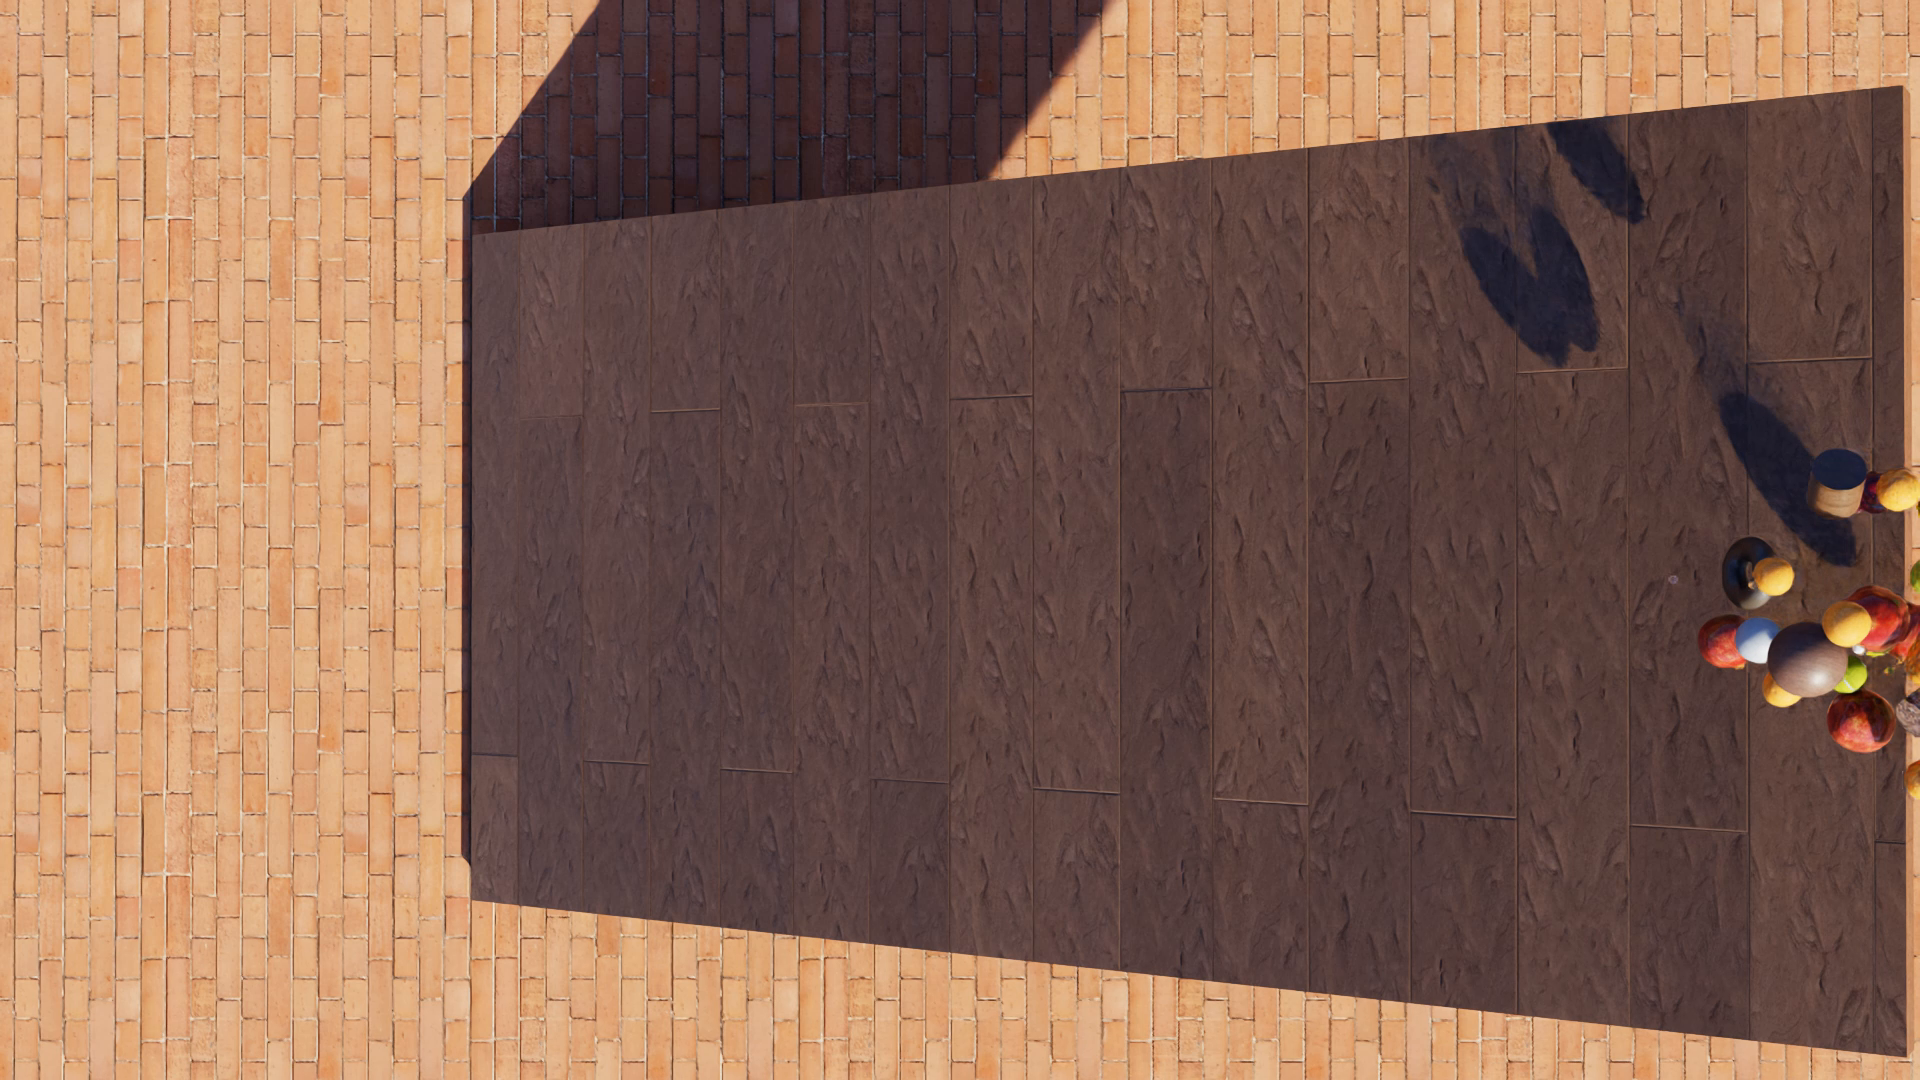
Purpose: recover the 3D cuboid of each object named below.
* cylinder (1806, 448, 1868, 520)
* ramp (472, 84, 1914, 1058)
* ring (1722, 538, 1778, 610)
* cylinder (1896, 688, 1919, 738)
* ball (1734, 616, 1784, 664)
[{"bbox_3d":[1.506,-0.096,3.779,0.088,0.088,0.088,-7,54,9],"label":"cylinder"},{"bbox_3d":[0.264,0.072,5.609,4.000,0.100,2.000,0,89,31],"label":"ramp"},{"bbox_3d":[1.599,0.067,4.454,0.049,0.148,0.148,3,89,-18],"label":"ring"},{"bbox_3d":[1.632,0.285,3.705,0.073,0.073,0.073,-31,90,-16],"label":"cylinder"},{"bbox_3d":[1.475,0.184,4.057,0.085,0.085,0.085,0,89,0],"label":"ball"}]
